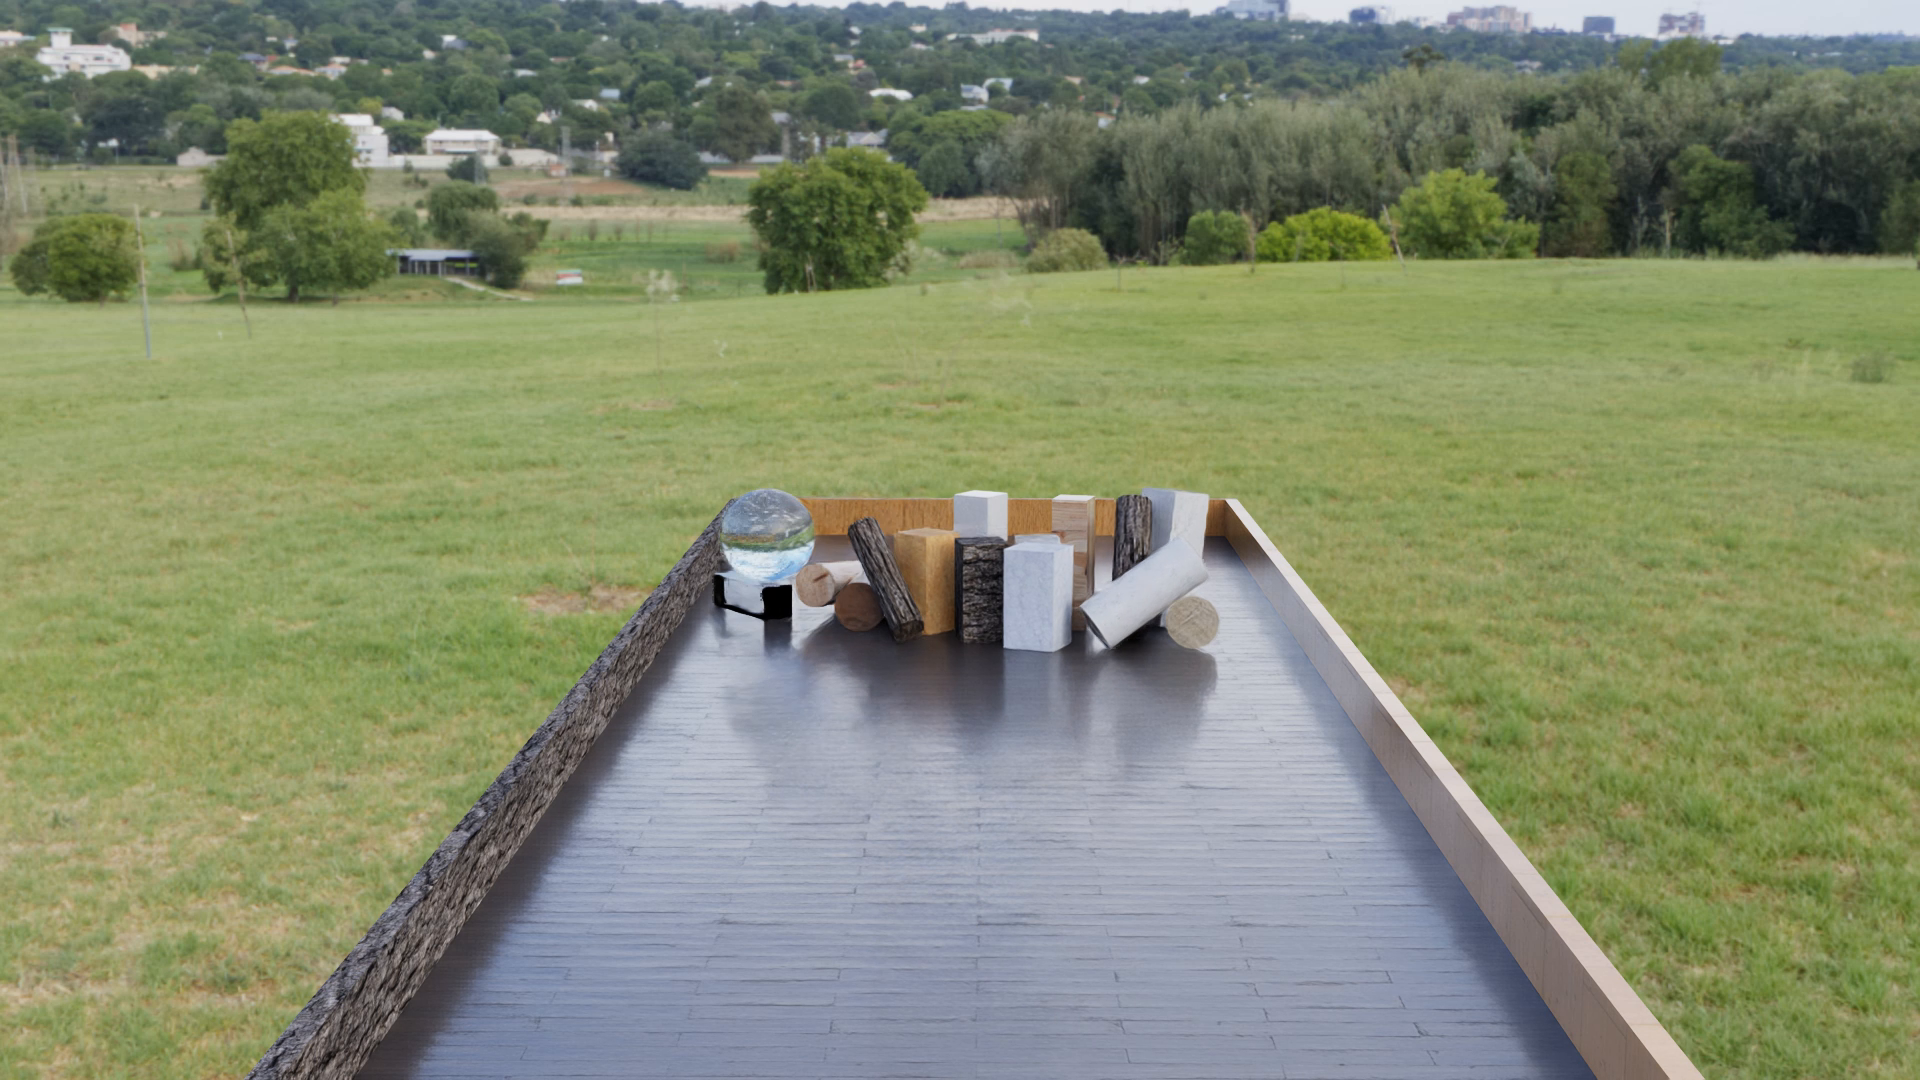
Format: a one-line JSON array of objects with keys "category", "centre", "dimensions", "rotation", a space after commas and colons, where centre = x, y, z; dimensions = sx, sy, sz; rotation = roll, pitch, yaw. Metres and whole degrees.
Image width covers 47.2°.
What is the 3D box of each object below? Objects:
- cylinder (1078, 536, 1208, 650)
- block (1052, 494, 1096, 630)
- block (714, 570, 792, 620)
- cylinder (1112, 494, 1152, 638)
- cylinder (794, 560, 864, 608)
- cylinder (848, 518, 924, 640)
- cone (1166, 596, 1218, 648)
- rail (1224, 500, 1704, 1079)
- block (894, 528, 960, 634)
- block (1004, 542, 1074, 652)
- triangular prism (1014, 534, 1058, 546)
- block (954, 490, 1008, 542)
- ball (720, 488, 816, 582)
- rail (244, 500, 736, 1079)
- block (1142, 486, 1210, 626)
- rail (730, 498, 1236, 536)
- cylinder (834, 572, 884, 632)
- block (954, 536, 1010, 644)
[{"category": "cylinder", "centre": [0.572, 0.164, 6.863], "dimensions": [0.383, 0.164, 0.164], "rotation": [-35, 15, -5]}, {"category": "block", "centre": [0.370, 0.073, 7.181], "dimensions": [0.117, 0.428, 0.117], "rotation": [3, 9, 16]}, {"category": "block", "centre": [-0.708, 0.186, 7.483], "dimensions": [0.110, 0.110, 0.343], "rotation": [-6, 11, -34]}, {"category": "cylinder", "centre": [0.550, 0.084, 7.059], "dimensions": [0.119, 0.449, 0.119], "rotation": [4, -23, 2]}, {"category": "cylinder", "centre": [-0.421, 0.146, 7.476], "dimensions": [0.144, 0.144, 0.396], "rotation": [3, 2, 18]}, {"category": "cylinder", "centre": [-0.239, 0.123, 7.070], "dimensions": [0.106, 0.106, 0.430], "rotation": [-5, 52, -29]}, {"category": "cone", "centre": [0.749, 0.247, 7.031], "dimensions": [0.165, 0.165, 0.334], "rotation": [1, 4, 8]}, {"category": "rail", "centre": [1.046, 0.843, 3.208], "dimensions": [0.050, 0.150, 12.000], "rotation": [0, 9, 1]}, {"category": "block", "centre": [-0.108, 0.132, 7.160], "dimensions": [0.150, 0.318, 0.150], "rotation": [9, 12, 43]}, {"category": "block", "centre": [0.245, 0.177, 6.894], "dimensions": [0.167, 0.311, 0.167], "rotation": [4, 9, 23]}, {"category": "triangular prism", "centre": [0.275, 0.143, 7.064], "dimensions": [0.156, 0.317, 0.135], "rotation": [2, 5, 28]}, {"category": "block", "centre": [0.068, 0.066, 7.190], "dimensions": [0.127, 0.438, 0.127], "rotation": [6, 10, 32]}, {"category": "ball", "centre": [-0.643, -0.015, 7.374], "dimensions": [0.317, 0.317, 0.317], "rotation": [0, 9, 0]}, {"category": "rail", "centre": [-1.004, 0.839, 3.234], "dimensions": [0.050, 0.150, 12.000], "rotation": [0, 9, 1]}, {"category": "block", "centre": [0.682, 0.056, 7.203], "dimensions": [0.154, 0.438, 0.154], "rotation": [3, 5, -39]}, {"category": "rail", "centre": [0.099, -0.098, 9.147], "dimensions": [2.100, 0.150, 0.050], "rotation": [0, 9, 1]}, {"category": "cylinder", "centre": [-0.303, 0.194, 7.264], "dimensions": [0.163, 0.163, 0.301], "rotation": [1, 9, 9]}, {"category": "block", "centre": [0.070, 0.158, 7.008], "dimensions": [0.150, 0.315, 0.150], "rotation": [-2, 9, -11]}]
